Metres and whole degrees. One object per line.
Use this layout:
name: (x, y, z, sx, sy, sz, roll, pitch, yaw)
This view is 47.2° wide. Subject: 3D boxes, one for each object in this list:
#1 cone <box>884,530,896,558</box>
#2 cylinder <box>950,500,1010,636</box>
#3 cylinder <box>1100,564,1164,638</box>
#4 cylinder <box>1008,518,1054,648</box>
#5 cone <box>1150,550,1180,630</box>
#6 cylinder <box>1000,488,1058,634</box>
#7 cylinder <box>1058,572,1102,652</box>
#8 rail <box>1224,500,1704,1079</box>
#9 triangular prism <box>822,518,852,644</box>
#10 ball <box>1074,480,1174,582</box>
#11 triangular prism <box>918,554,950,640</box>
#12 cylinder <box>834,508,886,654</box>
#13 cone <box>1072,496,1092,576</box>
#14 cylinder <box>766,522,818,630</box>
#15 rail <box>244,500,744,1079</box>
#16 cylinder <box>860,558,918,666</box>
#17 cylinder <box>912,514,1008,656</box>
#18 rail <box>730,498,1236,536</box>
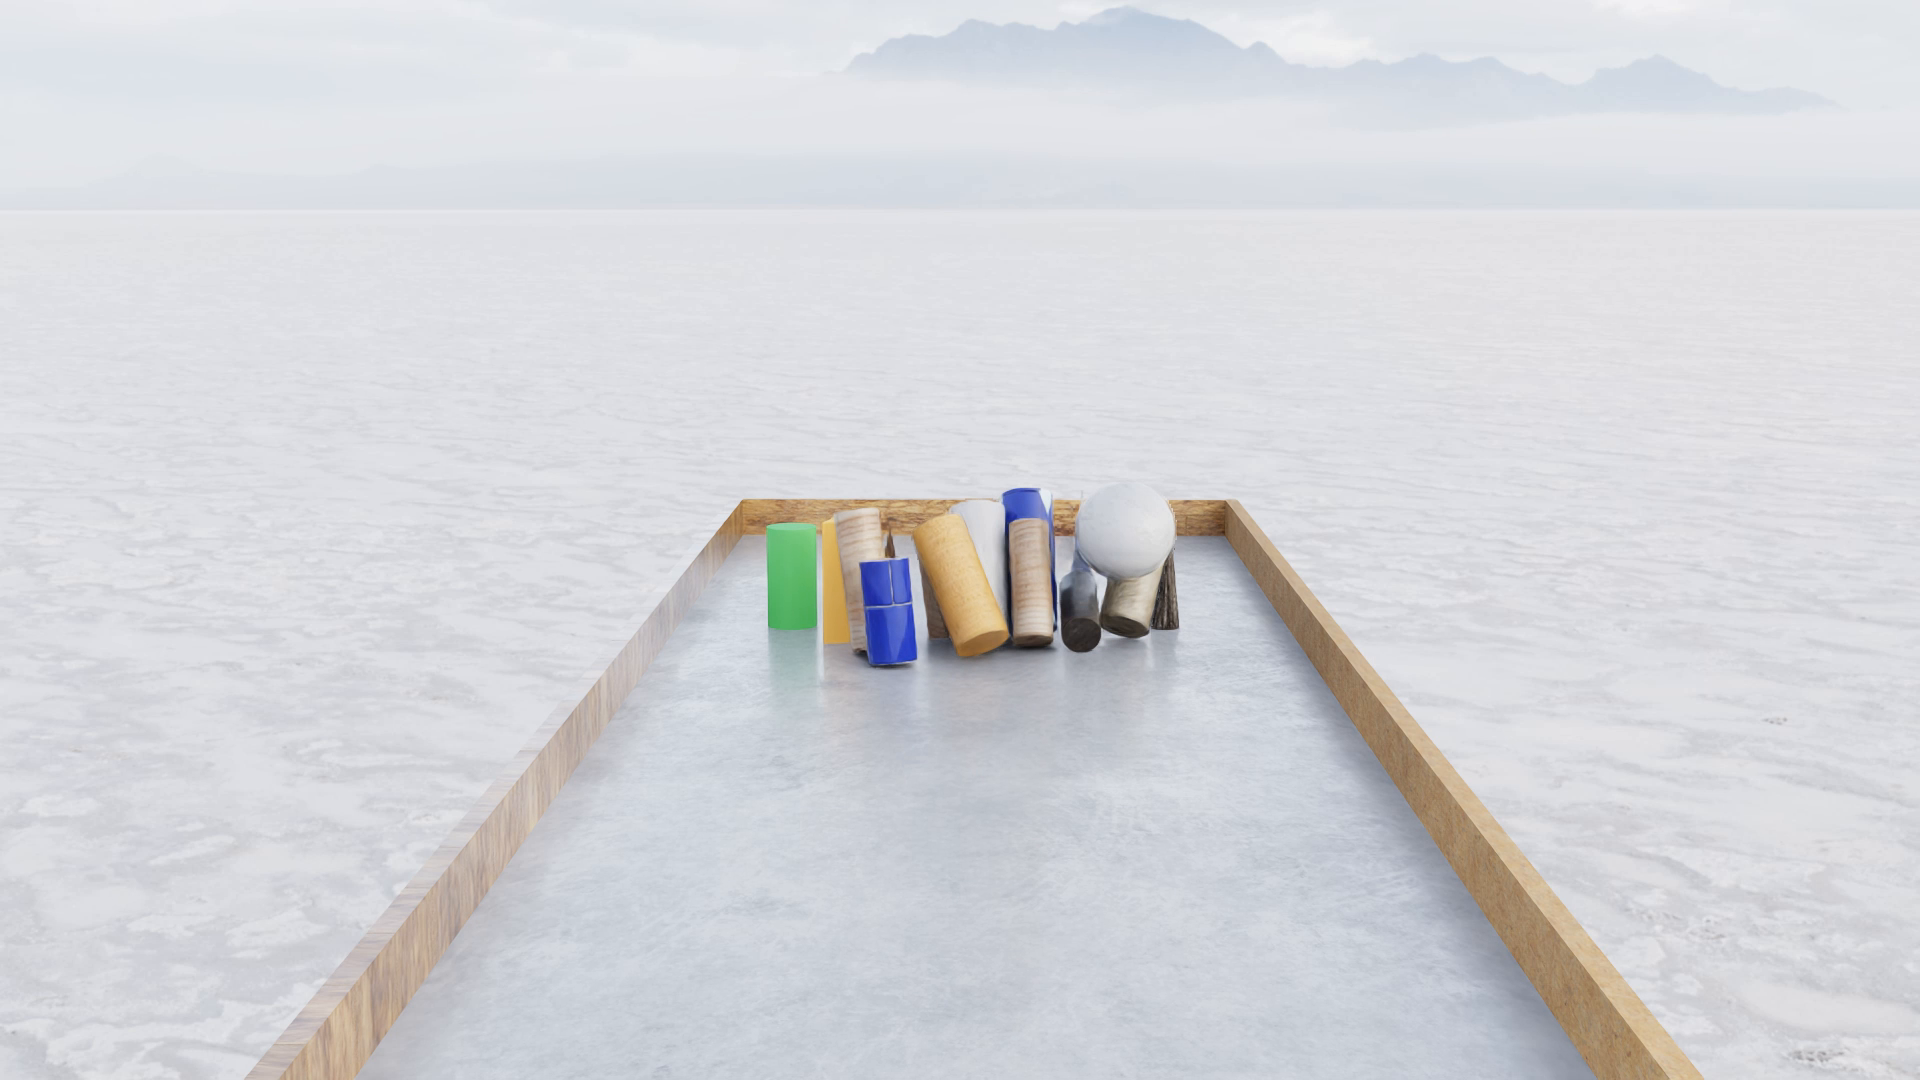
cone: (-0.228, 0.118, 7.186, 0.122, 0.338, 0.122, 0, 9, 0)
cylinder: (0.062, 0.099, 6.950, 0.177, 0.415, 0.177, -2, -20, -1)
cylinder: (0.564, 0.103, 7.046, 0.163, 0.388, 0.163, 13, -23, 6)
cylinder: (0.221, 0.133, 6.861, 0.128, 0.382, 0.128, -2, -20, -1)
cone: (0.675, 0.096, 7.182, 0.102, 0.378, 0.102, 2, 8, 0)
cylinder: (0.219, 0.071, 7.043, 0.172, 0.448, 0.172, -1, -20, 0)
cylinder: (0.377, 0.224, 6.934, 0.122, 0.122, 0.333, 0, 25, 1)
rail: (1.046, 0.843, 3.208, 0.050, 0.150, 12.000, 0, 9, 1)
triangular prism: (-0.380, 0.126, 6.984, 0.132, 0.386, 0.114, -2, 9, -14)
ball: (0.513, -0.028, 6.853, 0.313, 0.313, 0.313, 0, 9, 0)
triangular prism: (-0.050, 0.133, 6.995, 0.097, 0.350, 0.112, -7, -1, -34)
cylinder: (-0.290, 0.125, 6.776, 0.140, 0.430, 0.140, -8, -5, -1)
cone: (0.398, 0.058, 7.194, 0.113, 0.453, 0.113, 0, 9, 0)
cylinder: (-0.551, 0.118, 7.218, 0.164, 0.328, 0.164, 0, 9, 0)
rail: (-1.004, 0.839, 3.234, 0.050, 0.150, 12.000, 0, 9, 1)
cylinder: (-0.215, 0.213, 6.620, 0.148, 0.309, 0.148, -5, 3, 0)
cylinder: (0.001, 0.140, 6.762, 0.170, 0.408, 0.170, -18, -22, -8)
rail: (0.099, -0.098, 9.147, 2.100, 0.150, 0.050, 0, 9, 1)
